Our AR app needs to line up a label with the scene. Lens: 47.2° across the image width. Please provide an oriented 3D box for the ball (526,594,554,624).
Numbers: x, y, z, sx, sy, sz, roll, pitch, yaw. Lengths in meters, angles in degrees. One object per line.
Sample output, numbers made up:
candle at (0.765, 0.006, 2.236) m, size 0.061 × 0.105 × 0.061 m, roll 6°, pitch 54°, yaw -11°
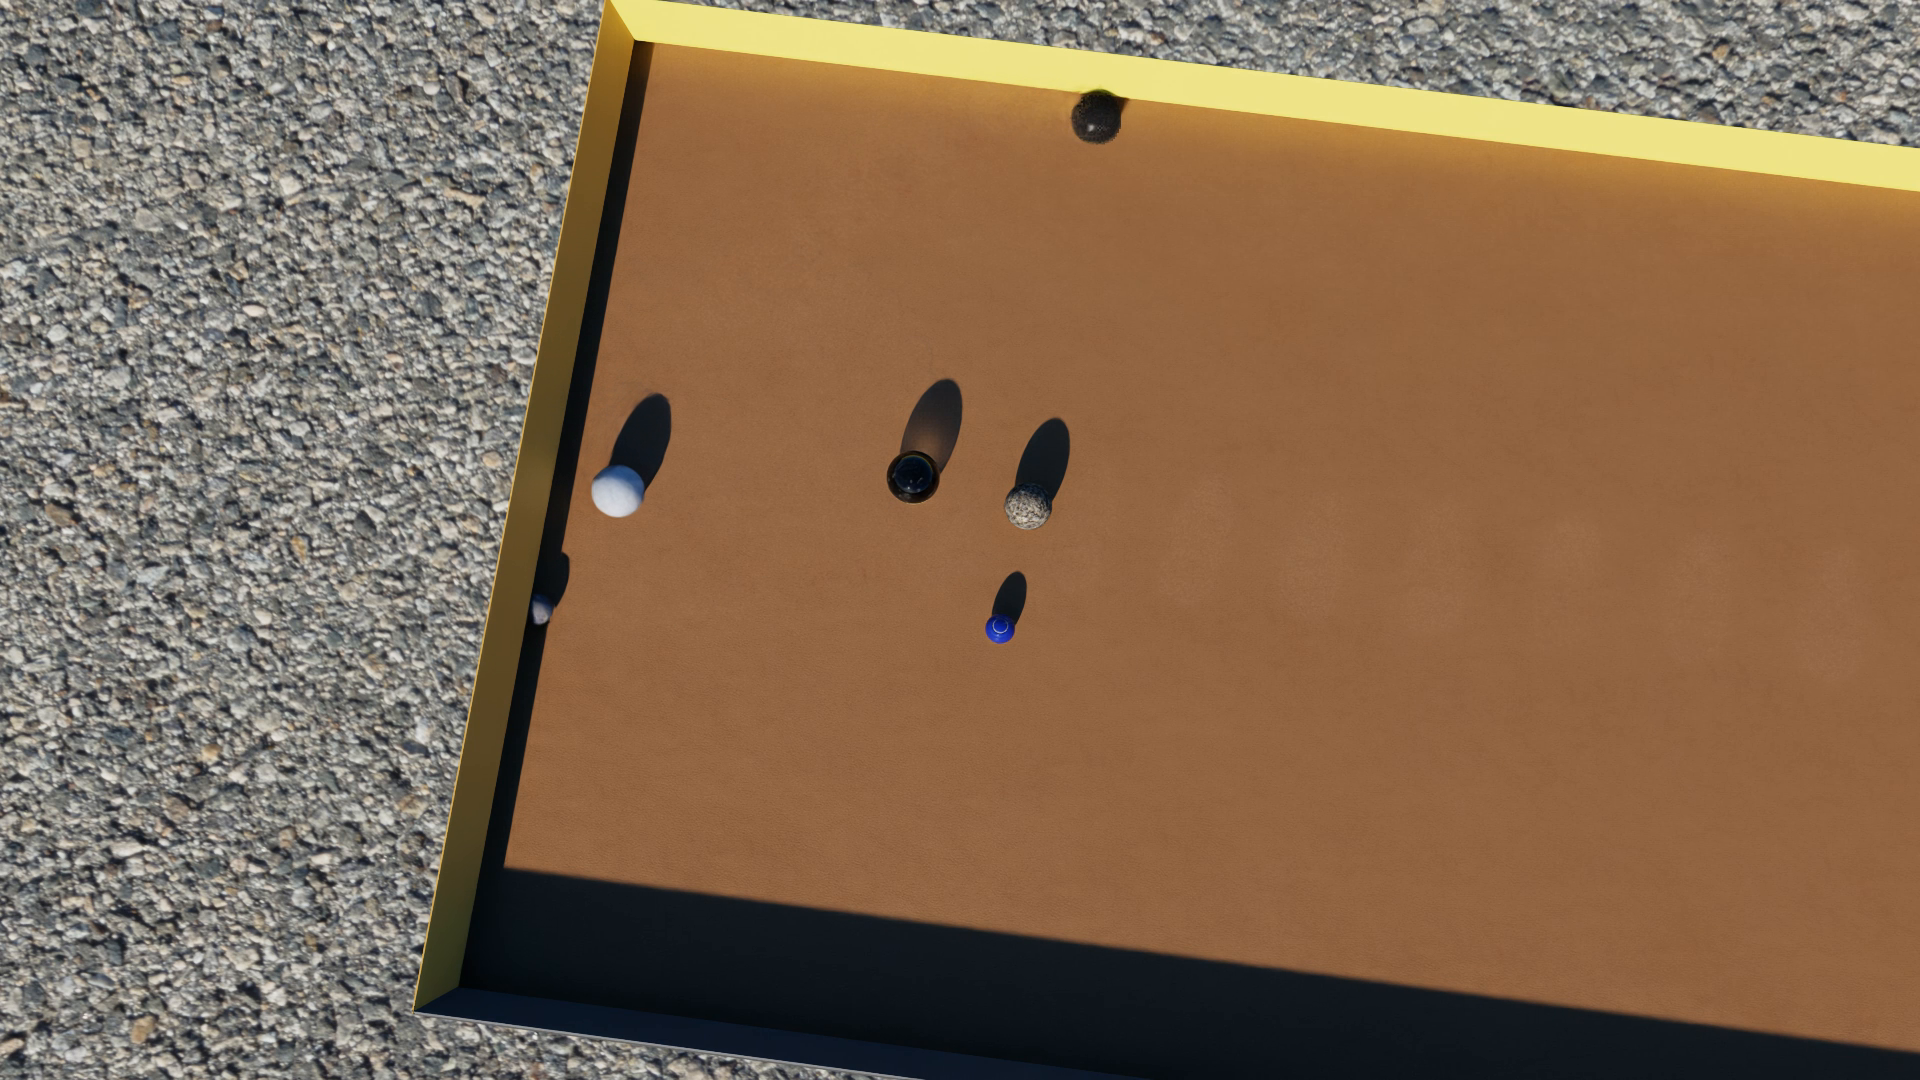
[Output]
ball at (-0.641, 0.106, 3.334) m, size 0.047 × 0.047 × 0.047 m, roll 0°, pitch 75°, yaw 0°

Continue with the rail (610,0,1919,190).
rail at (0.769, -0.669, 3.511) m, size 2.698 × 0.108 × 0.045 m, roll 7°, pitch 75°, yaw 2°

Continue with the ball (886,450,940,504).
ball at (-0.072, -0.096, 3.370) m, size 0.083 × 0.083 × 0.083 m, roll 0°, pitch 75°, yaw 0°

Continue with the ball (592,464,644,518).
ball at (-0.524, -0.075, 3.365) m, size 0.081 × 0.081 × 0.081 m, roll 0°, pitch 75°, yaw 0°

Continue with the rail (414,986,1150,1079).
rail at (0.569, 0.825, 3.107) m, size 2.698 × 0.108 × 0.045 m, roll 7°, pitch 75°, yaw 2°

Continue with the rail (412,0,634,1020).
rail at (-0.646, -0.086, 3.353) m, size 0.045 × 0.108 × 1.607 m, roll 7°, pitch 75°, yaw 2°

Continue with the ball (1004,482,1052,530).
ball at (0.105, -0.052, 3.363) m, size 0.073 × 0.073 × 0.073 m, roll 0°, pitch 75°, yaw 0°

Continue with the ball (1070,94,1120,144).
ball at (0.217, -0.675, 3.528) m, size 0.080 × 0.080 × 0.080 m, roll 0°, pitch 75°, yaw 0°

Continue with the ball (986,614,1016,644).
ball at (0.061, 0.134, 3.327) m, size 0.046 × 0.046 × 0.046 m, roll 0°, pitch 75°, yaw 0°
